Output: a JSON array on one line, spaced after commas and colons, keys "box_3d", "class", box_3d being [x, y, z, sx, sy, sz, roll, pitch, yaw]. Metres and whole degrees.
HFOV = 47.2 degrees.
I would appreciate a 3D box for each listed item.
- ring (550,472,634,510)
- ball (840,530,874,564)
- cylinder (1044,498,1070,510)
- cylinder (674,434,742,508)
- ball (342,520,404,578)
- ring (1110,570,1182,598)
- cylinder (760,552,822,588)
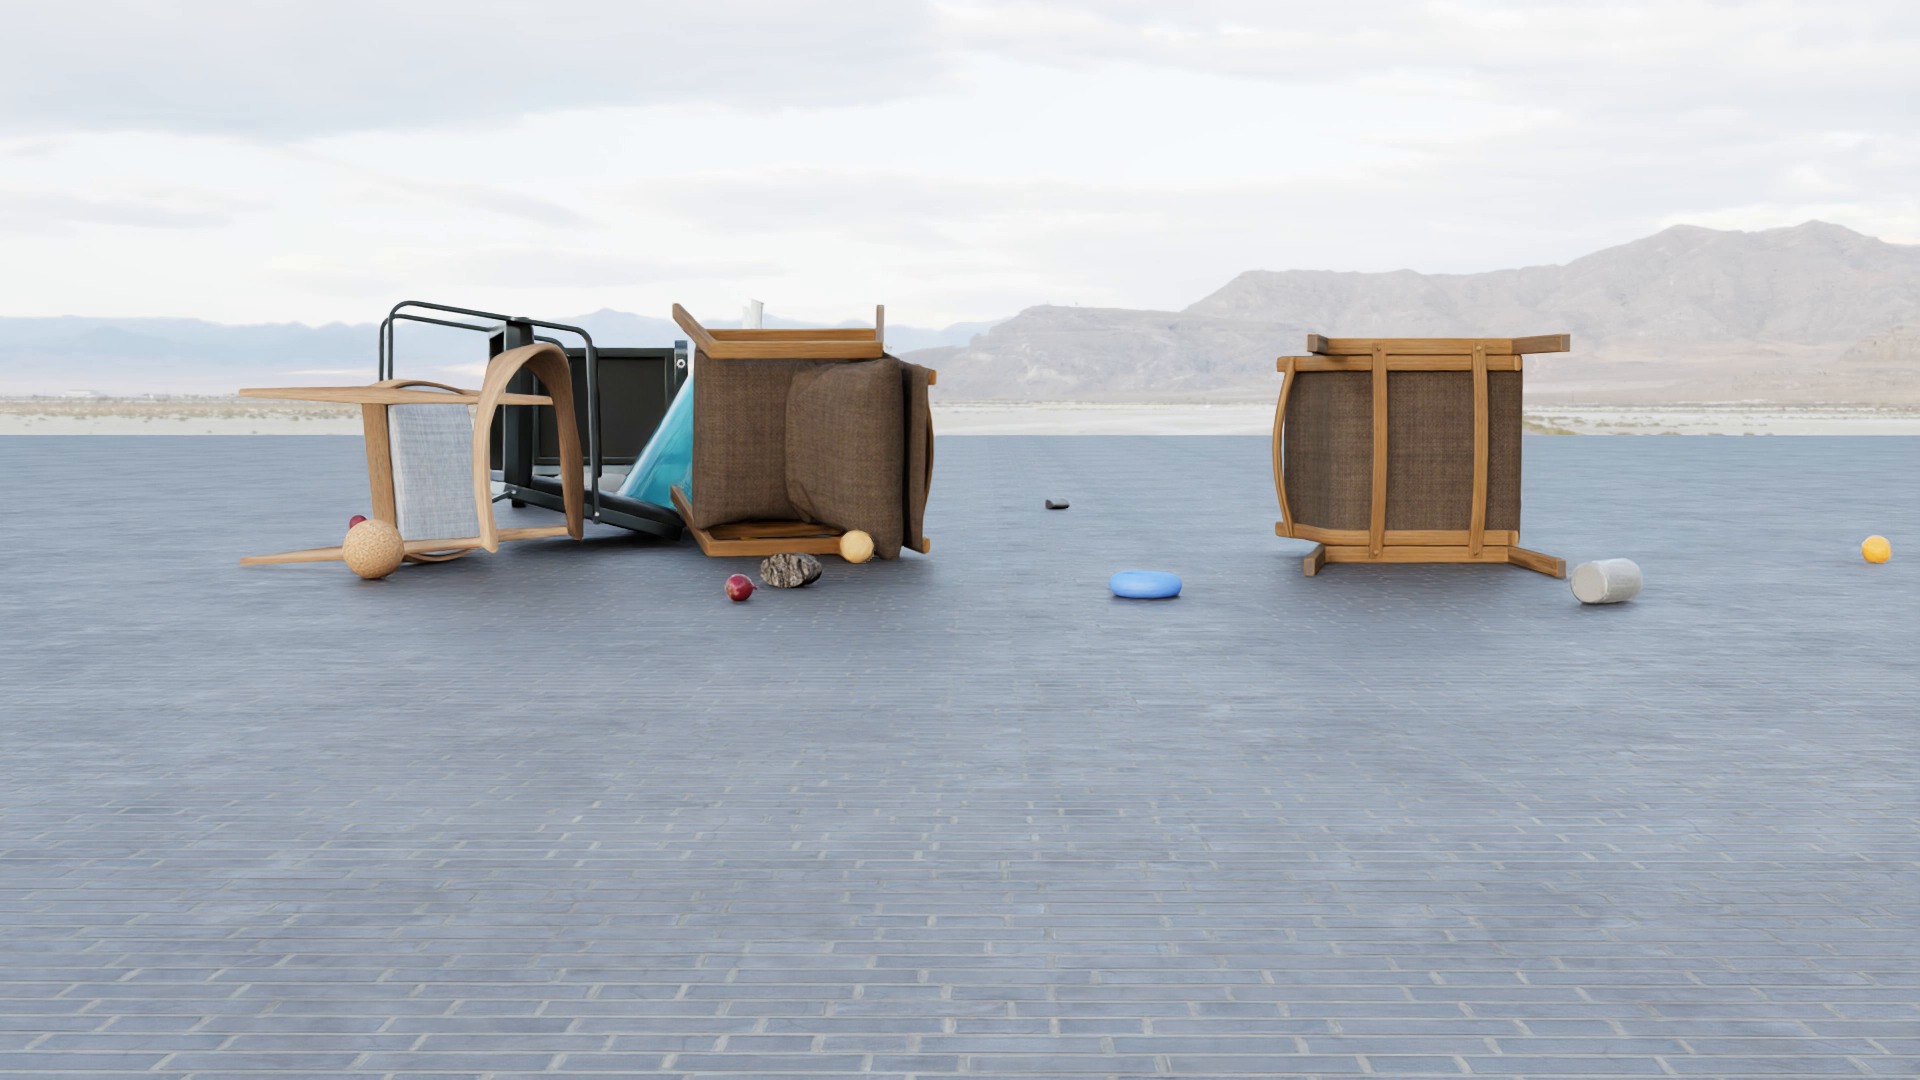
[{"box_3d": [-1.377, -0.181, 8.227, 0.220, 0.132, 0.356, 7, 6, 44], "class": "ring"}, {"box_3d": [-0.267, 0.016, 5.678, 0.087, 0.087, 0.087, 0, 4, 0], "class": "ball"}, {"box_3d": [0.364, -0.136, 8.247, 0.070, 0.036, 0.069, -11, 22, -24], "class": "cylinder"}, {"box_3d": [-0.952, -0.261, 8.316, 0.237, 0.283, 0.175, -1, -7, -14], "class": "cylinder"}, {"box_3d": [-1.386, 0.021, 5.201, 0.141, 0.141, 0.141, 0, 4, 0], "class": "ball"}, {"box_3d": [0.403, 0.097, 4.777, 0.157, 0.051, 0.165, 0, 5, -19], "class": "ring"}, {"box_3d": [-0.385, 0.068, 4.996, 0.139, 0.076, 0.052, 0, 3, 33], "class": "cylinder"}]
